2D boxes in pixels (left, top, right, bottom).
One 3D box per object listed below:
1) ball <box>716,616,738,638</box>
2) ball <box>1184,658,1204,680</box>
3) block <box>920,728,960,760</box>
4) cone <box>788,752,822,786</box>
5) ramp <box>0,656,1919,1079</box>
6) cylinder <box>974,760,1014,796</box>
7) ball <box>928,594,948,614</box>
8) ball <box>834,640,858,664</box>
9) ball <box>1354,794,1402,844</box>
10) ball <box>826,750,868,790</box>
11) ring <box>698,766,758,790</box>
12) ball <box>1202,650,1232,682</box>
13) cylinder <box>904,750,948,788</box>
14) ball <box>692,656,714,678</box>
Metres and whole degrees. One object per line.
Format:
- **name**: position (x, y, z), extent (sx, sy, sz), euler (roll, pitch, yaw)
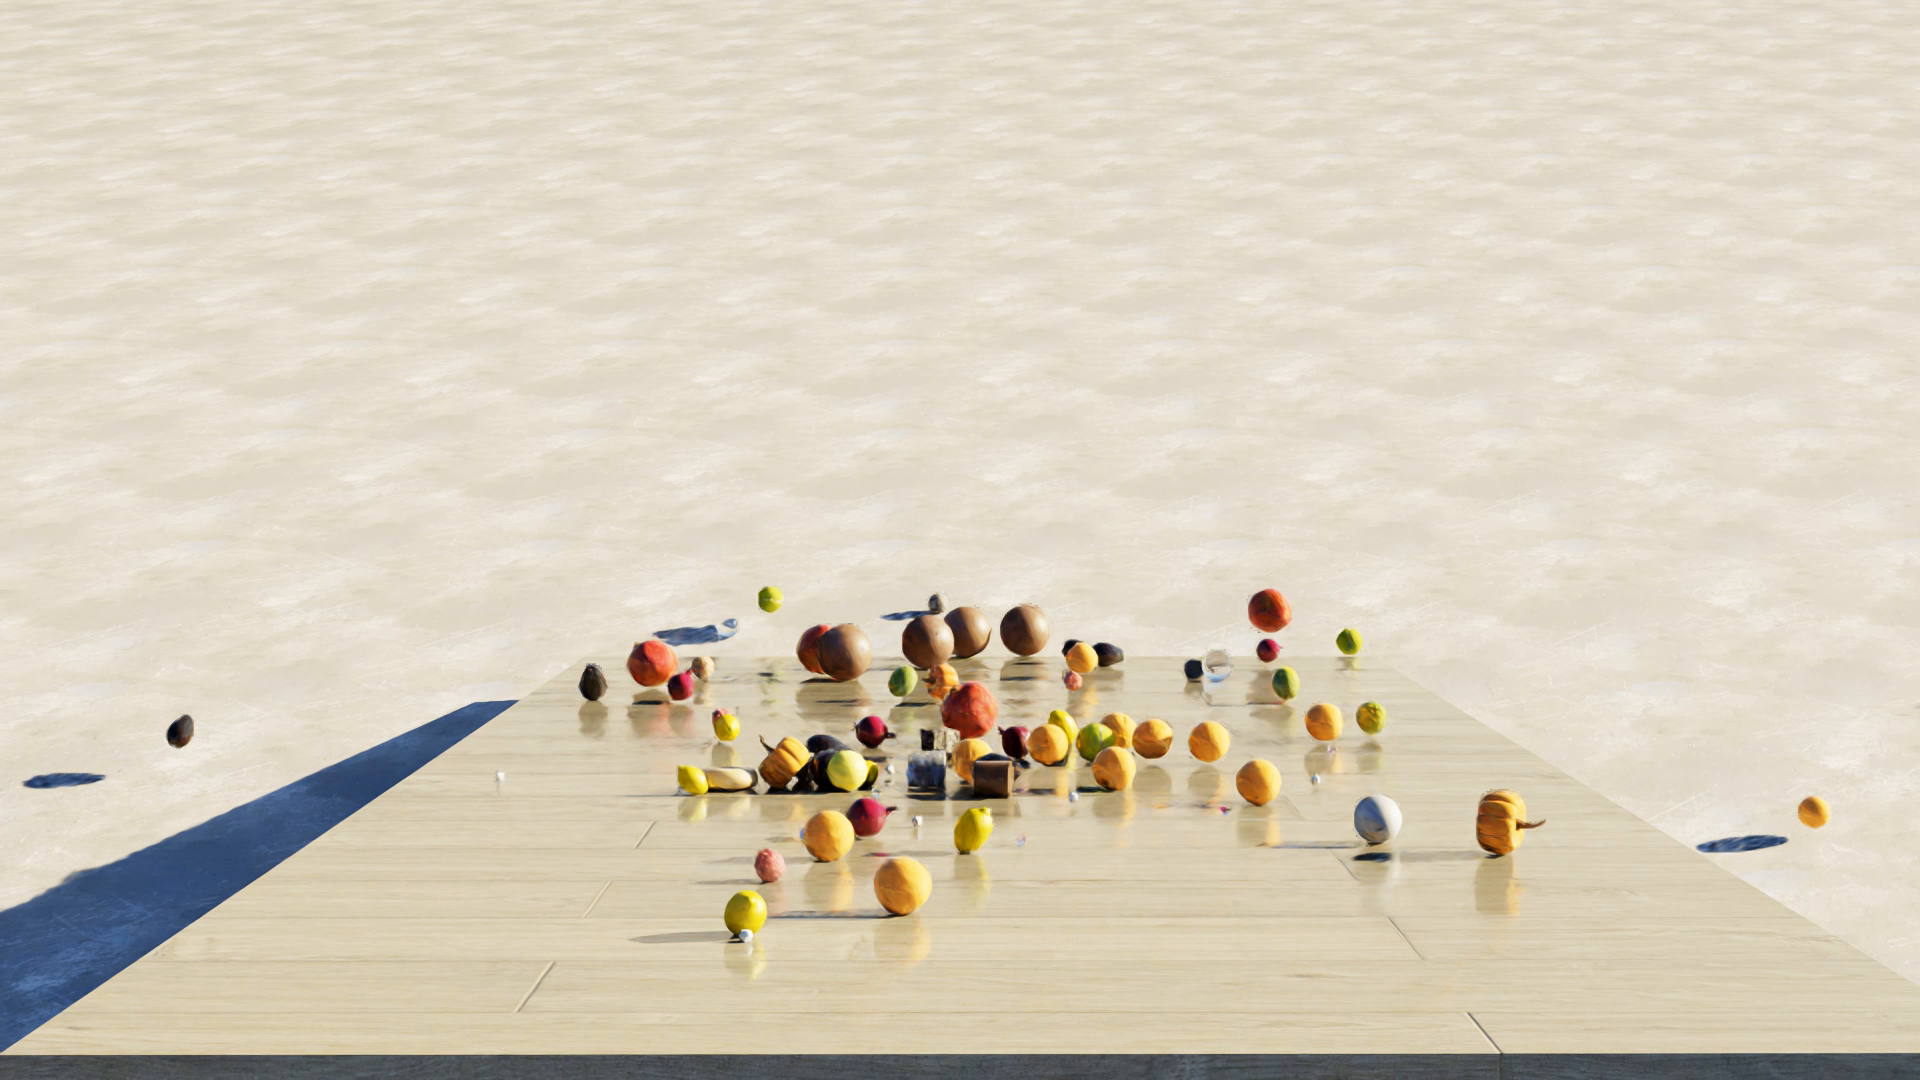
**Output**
- **ball**: position (-0.621, 0.232, 6.867), extent (0.060, 0.060, 0.060), euler (0, 21, 0)
- **ball**: position (0.546, 0.299, 5.974), extent (0.050, 0.050, 0.050), euler (0, 21, 0)
- **block**: position (-0.036, 0.369, 4.649), extent (0.052, 0.052, 0.052), euler (-2, 3, -28)
- **cone**: position (-0.260, 0.398, 4.340), extent (0.057, 0.057, 0.057), euler (-2, 31, -4)
- **ramp**: position (0.050, 0.451, 4.532), extent (2.000, 0.100, 4.000), euler (0, 3, 0)
- **cylinder**: position (0.054, 0.389, 4.196), extent (0.057, 0.057, 0.057), euler (0, 21, 10)
- **ball**: position (-0.059, 0.173, 7.024), extent (0.054, 0.054, 0.054), euler (0, 21, 0)
- **ball**: position (-0.280, 0.275, 6.330), extent (0.062, 0.062, 0.062), euler (0, 21, 0)
- **ball**: position (0.608, 0.407, 3.746), extent (0.070, 0.070, 0.070), euler (0, 21, 0)
- **ball**: position (-0.187, 0.382, 4.257), extent (0.067, 0.067, 0.067), euler (0, 21, 0)
- **ring**: position (-0.387, 0.396, 4.281), extent (0.101, 0.034, 0.101), euler (2, -2, 0)
- **ball**: position (0.594, 0.291, 5.938), extent (0.072, 0.072, 0.072), euler (0, 21, 0)
- **cylinder**: position (-0.057, 0.382, 4.291), extent (0.061, 0.061, 0.061), euler (-6, 21, 9)
- **ball**: position (-0.602, 0.297, 6.009), extent (0.054, 0.054, 0.054), euler (0, 21, 0)
